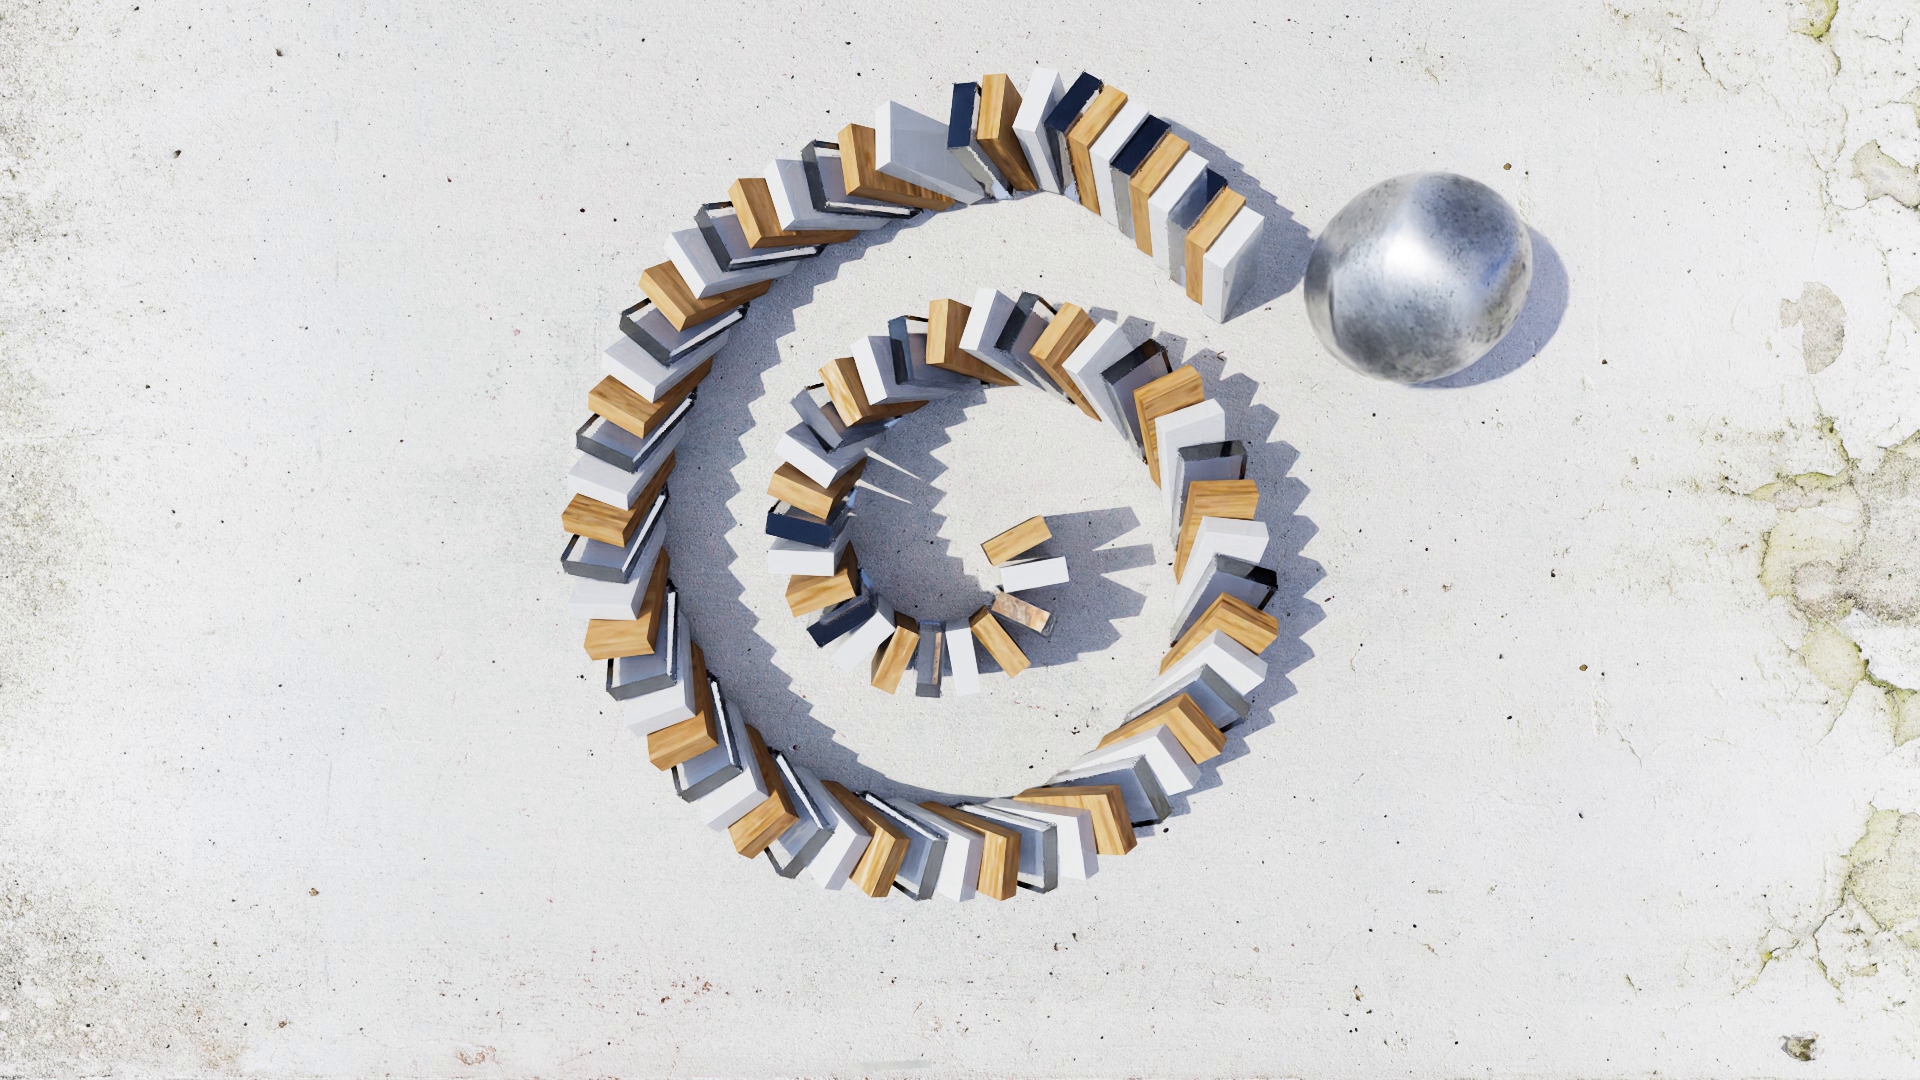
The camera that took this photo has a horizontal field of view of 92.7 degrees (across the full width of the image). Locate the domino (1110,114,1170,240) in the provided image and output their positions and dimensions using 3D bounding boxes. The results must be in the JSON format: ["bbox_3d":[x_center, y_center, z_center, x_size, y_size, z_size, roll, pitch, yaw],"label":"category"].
[{"bbox_3d":[0.075,-0.147,0.375,0.010,0.050,0.025,39,90,18],"label":"domino"}]

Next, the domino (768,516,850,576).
[{"bbox_3d":[-0.060,0.001,0.375,0.025,0.050,0.010,3,108,0],"label":"domino"}]

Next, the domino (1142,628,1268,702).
[{"bbox_3d":[0.100,0.060,0.379,0.025,0.010,0.050,35,133,-1],"label":"domino"}]

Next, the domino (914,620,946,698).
[{"bbox_3d":[-0.013,0.048,0.375,0.009,0.050,0.025,5,90,-4],"label":"domino"}]

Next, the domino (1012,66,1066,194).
[{"bbox_3d":[0.036,-0.166,0.375,0.010,0.050,0.025,21,90,18],"label":"domino"}]

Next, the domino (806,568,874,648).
[{"bbox_3d":[-0.048,0.027,0.375,0.025,0.050,0.009,-32,102,0],"label":"domino"}]

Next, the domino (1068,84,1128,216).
[{"bbox_3d":[0.059,-0.158,0.375,0.009,0.050,0.025,39,90,18],"label":"domino"}]

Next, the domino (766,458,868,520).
[{"bbox_3d":[-0.057,-0.027,0.375,0.025,0.050,0.009,24,115,0],"label":"domino"}]

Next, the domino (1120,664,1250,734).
[{"bbox_3d":[0.092,0.073,0.379,0.025,0.010,0.050,43,133,-1],"label":"domino"}]

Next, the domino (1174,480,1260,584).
[{"bbox_3d":[0.105,-0.003,0.379,0.025,0.010,0.050,-2,134,0],"label":"domino"}]

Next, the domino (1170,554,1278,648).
[{"bbox_3d":[0.108,0.029,0.379,0.025,0.009,0.050,17,134,0],"label":"domino"}]

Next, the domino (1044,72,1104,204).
[{"bbox_3d":[0.050,-0.163,0.375,0.009,0.050,0.025,38,90,18],"label":"domino"}]

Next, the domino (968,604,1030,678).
[{"bbox_3d":[0.015,0.041,0.375,0.010,0.050,0.025,-39,90,-1],"label":"domino"}]

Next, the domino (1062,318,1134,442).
[{"bbox_3d":[0.064,-0.065,0.379,0.025,0.050,0.009,-48,46,0],"label":"domino"}]

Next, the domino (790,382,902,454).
[{"bbox_3d":[-0.045,-0.054,0.376,0.009,0.050,0.025,-36,90,30],"label":"domino"}]

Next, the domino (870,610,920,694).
[{"bbox_3d":[-0.027,0.045,0.375,0.009,0.050,0.025,24,90,-6],"label":"domino"}]

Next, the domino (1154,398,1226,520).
[{"bbox_3d":[0.096,-0.032,0.379,0.025,0.009,0.050,-19,135,-1],"label":"domino"}]

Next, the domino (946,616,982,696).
[{"bbox_3d":[0.001,0.047,0.375,0.010,0.050,0.025,-10,90,0],"label":"domino"}]

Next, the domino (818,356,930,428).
[{"bbox_3d":[-0.034,-0.063,0.377,0.009,0.050,0.025,-26,90,33],"label":"domino"}]

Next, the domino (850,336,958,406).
[{"bbox_3d":[-0.022,-0.070,0.377,0.010,0.050,0.025,-18,90,36],"label":"domino"}]

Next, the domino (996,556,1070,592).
[{"bbox_3d":[0.029,0.014,0.375,0.025,0.050,0.010,-10,89,0],"label":"domino"}]

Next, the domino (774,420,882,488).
[{"bbox_3d":[-0.053,-0.040,0.376,0.025,0.050,0.009,35,118,0],"label":"domino"}]

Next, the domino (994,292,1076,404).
[{"bbox_3d":[0.037,-0.078,0.378,0.009,0.050,0.025,27,90,41],"label":"domino"}]

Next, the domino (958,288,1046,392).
[{"bbox_3d":[0.022,-0.082,0.378,0.010,0.050,0.025,18,90,40],"label":"domino"}]

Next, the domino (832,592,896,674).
[{"bbox_3d":[-0.039,0.037,0.375,0.025,0.050,0.009,-43,98,0],"label":"domino"}]

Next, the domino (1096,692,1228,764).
[{"bbox_3d":[0.082,0.085,0.380,0.025,0.009,0.050,48,133,0],"label":"domino"}]

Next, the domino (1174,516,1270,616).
[{"bbox_3d":[0.107,0.013,0.379,0.025,0.009,0.050,6,134,0],"label":"domino"}]

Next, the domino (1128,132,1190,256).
[{"bbox_3d":[0.082,-0.140,0.375,0.009,0.050,0.025,39,90,18],"label":"domino"}]

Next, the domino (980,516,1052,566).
[{"bbox_3d":[0.022,0.000,0.375,0.025,0.050,0.009,-28,90,0],"label":"domino"}]

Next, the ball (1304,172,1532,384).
[{"bbox_3d":[0.178,-0.102,0.360,0.080,0.080,0.080,0,90,0],"label":"ball"}]

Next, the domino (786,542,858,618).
[{"bbox_3d":[-0.056,0.015,0.375,0.025,0.050,0.010,-19,106,0],"label":"domino"}]

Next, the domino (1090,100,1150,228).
[{"bbox_3d":[0.067,-0.152,0.375,0.009,0.050,0.025,39,90,18],"label":"domino"}]

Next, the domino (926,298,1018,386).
[{"bbox_3d":[0.007,-0.081,0.378,0.009,0.050,0.025,4,90,39],"label":"domino"}]

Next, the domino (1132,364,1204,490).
[{"bbox_3d":[0.089,-0.046,0.379,0.025,0.050,0.010,-26,45,-1],"label":"domino"}]

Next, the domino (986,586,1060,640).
[{"bbox_3d":[0.025,0.029,0.375,0.025,0.050,0.009,25,89,0],"label":"domino"}]

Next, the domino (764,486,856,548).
[{"bbox_3d":[-0.060,-0.013,0.375,0.025,0.050,0.010,14,112,0],"label":"domino"}]

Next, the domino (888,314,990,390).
[{"bbox_3d":[-0.008,-0.076,0.377,0.009,0.050,0.025,-8,90,38],"label":"domino"}]

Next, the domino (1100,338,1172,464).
[{"bbox_3d":[0.078,-0.056,0.379,0.025,0.050,0.010,-35,46,0],"label":"domino"}]

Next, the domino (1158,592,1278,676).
[{"bbox_3d":[0.106,0.045,0.379,0.025,0.009,0.050,27,134,-1],"label":"domino"}]

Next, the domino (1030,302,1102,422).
[{"bbox_3d":[0.051,-0.073,0.378,0.009,0.050,0.025,35,90,43],"label":"domino"}]

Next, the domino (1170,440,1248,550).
[{"bbox_3d":[0.102,-0.017,0.379,0.025,0.010,0.050,-8,134,0],"label":"domino"}]
